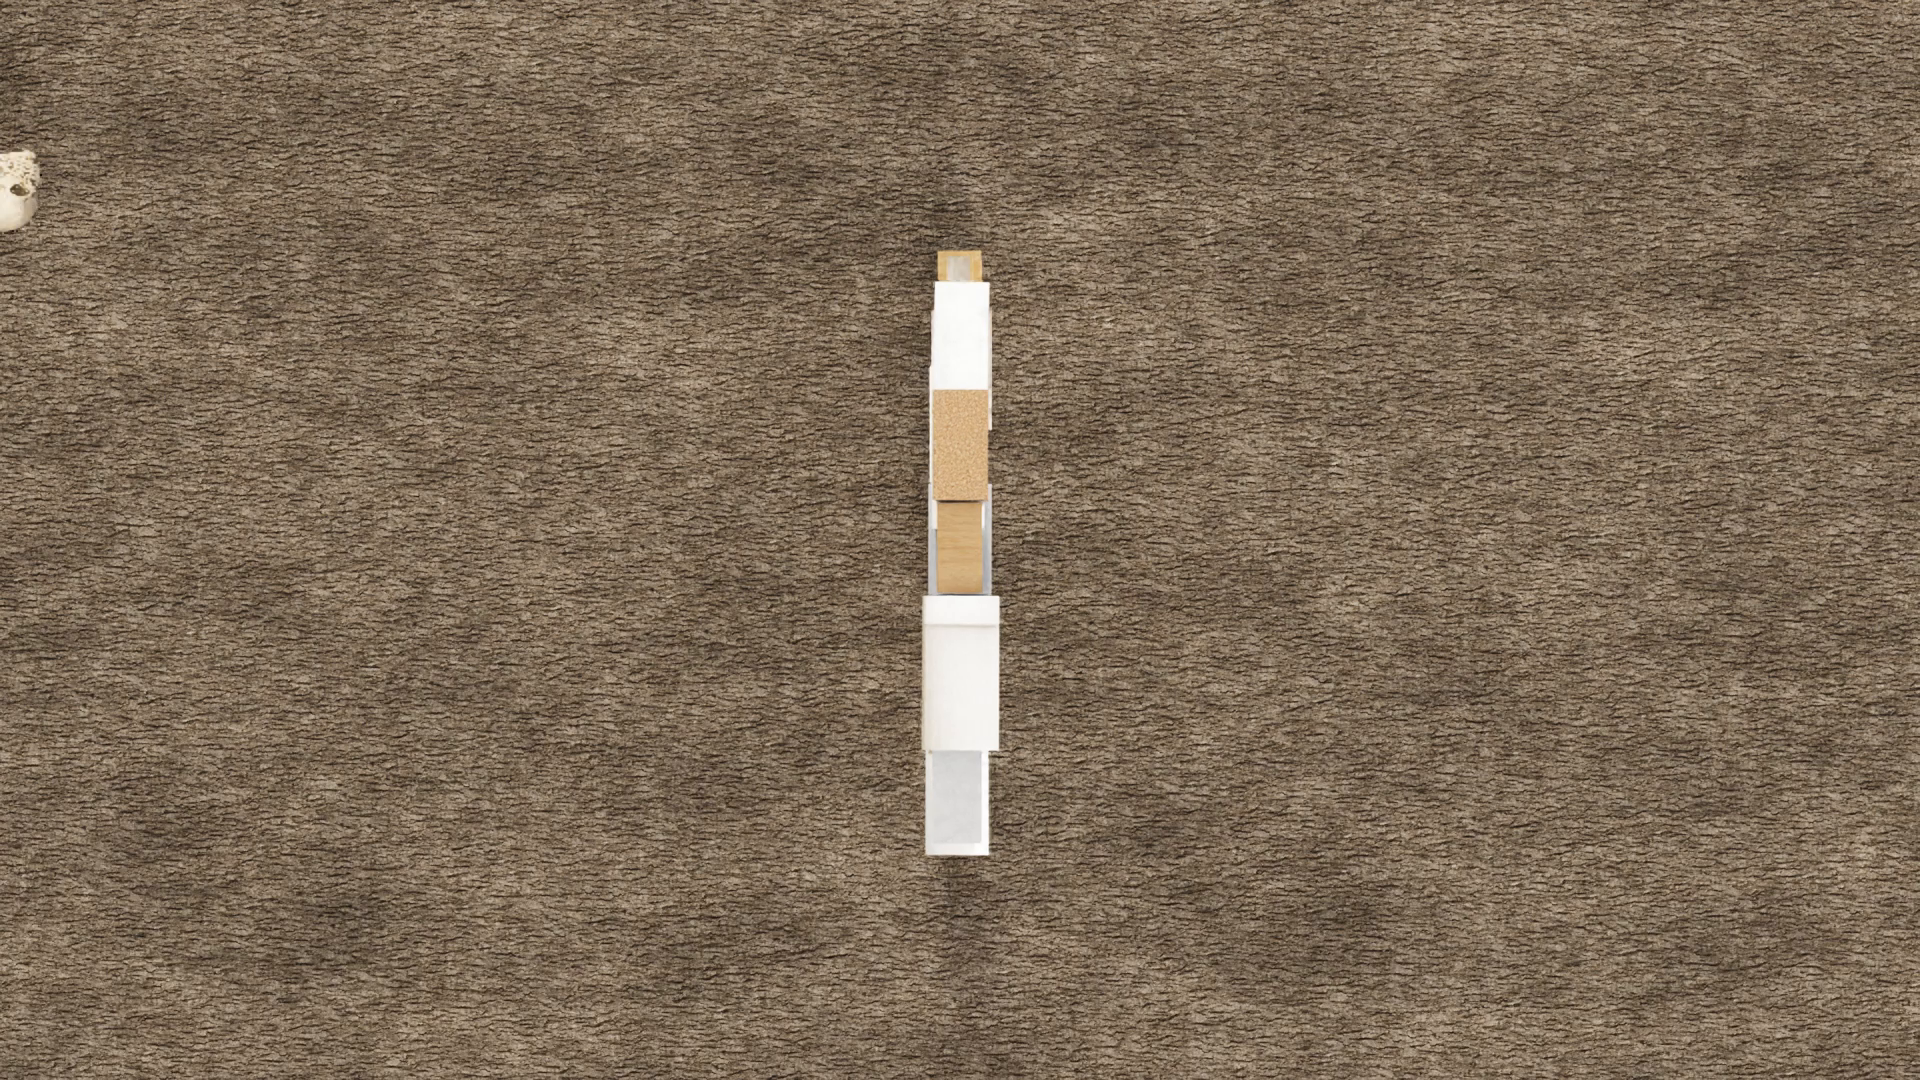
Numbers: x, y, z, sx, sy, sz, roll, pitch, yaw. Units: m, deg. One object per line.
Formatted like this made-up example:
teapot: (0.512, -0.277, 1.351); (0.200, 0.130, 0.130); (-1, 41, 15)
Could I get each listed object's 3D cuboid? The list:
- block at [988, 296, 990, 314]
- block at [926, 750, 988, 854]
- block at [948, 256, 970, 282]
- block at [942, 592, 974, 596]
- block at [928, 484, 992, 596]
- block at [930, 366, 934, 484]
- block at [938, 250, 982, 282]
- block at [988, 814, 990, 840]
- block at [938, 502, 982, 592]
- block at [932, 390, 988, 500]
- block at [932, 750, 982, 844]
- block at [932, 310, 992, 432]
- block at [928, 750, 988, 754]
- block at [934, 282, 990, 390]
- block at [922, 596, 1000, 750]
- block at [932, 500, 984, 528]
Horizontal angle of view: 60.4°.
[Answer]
block: (0.006, -0.568, 4.161); (0.128, 0.458, 0.036); (-2, 90, 0)
block: (-0.008, 0.701, 4.609); (0.175, 0.049, 0.349); (0, 90, 0)
block: (-0.003, -0.673, 4.265); (0.058, 0.016, 0.116); (0, 90, 2)
block: (-0.004, 0.165, 4.257); (0.081, 0.023, 0.163); (0, 90, 0)
block: (0.000, 0.020, 4.456); (0.170, 0.048, 0.339); (0, 90, 0)
block: (-0.003, -0.312, 4.482); (0.158, 0.045, 0.315); (0, 90, 0)
block: (0.000, -0.653, 4.406); (0.116, 0.033, 0.231); (-1, 90, 0)
block: (-0.004, 0.816, 5.067); (0.175, 0.866, 0.049); (0, 90, 0)
block: (-0.001, 0.019, 3.903); (0.106, 0.030, 0.212); (0, 90, 0)
block: (0.000, -0.222, 3.855); (0.129, 0.036, 0.257); (0, 90, 0)
block: (-0.007, 0.610, 3.982); (0.120, 0.034, 0.239); (0, 90, 0)
block: (0.005, -0.507, 4.956); (0.179, 0.051, 0.358); (0, 90, 0)
block: (-0.005, 0.401, 4.260); (0.151, 0.043, 0.302); (0, 90, 0)
block: (0.003, -0.481, 3.914); (0.128, 0.036, 0.257); (1, 90, 0)
block: (0.001, 0.309, 3.855); (0.179, 0.051, 0.358); (0, 90, 0)
block: (-0.005, -0.160, 4.149); (0.132, 0.037, 0.264); (0, 90, 0)
